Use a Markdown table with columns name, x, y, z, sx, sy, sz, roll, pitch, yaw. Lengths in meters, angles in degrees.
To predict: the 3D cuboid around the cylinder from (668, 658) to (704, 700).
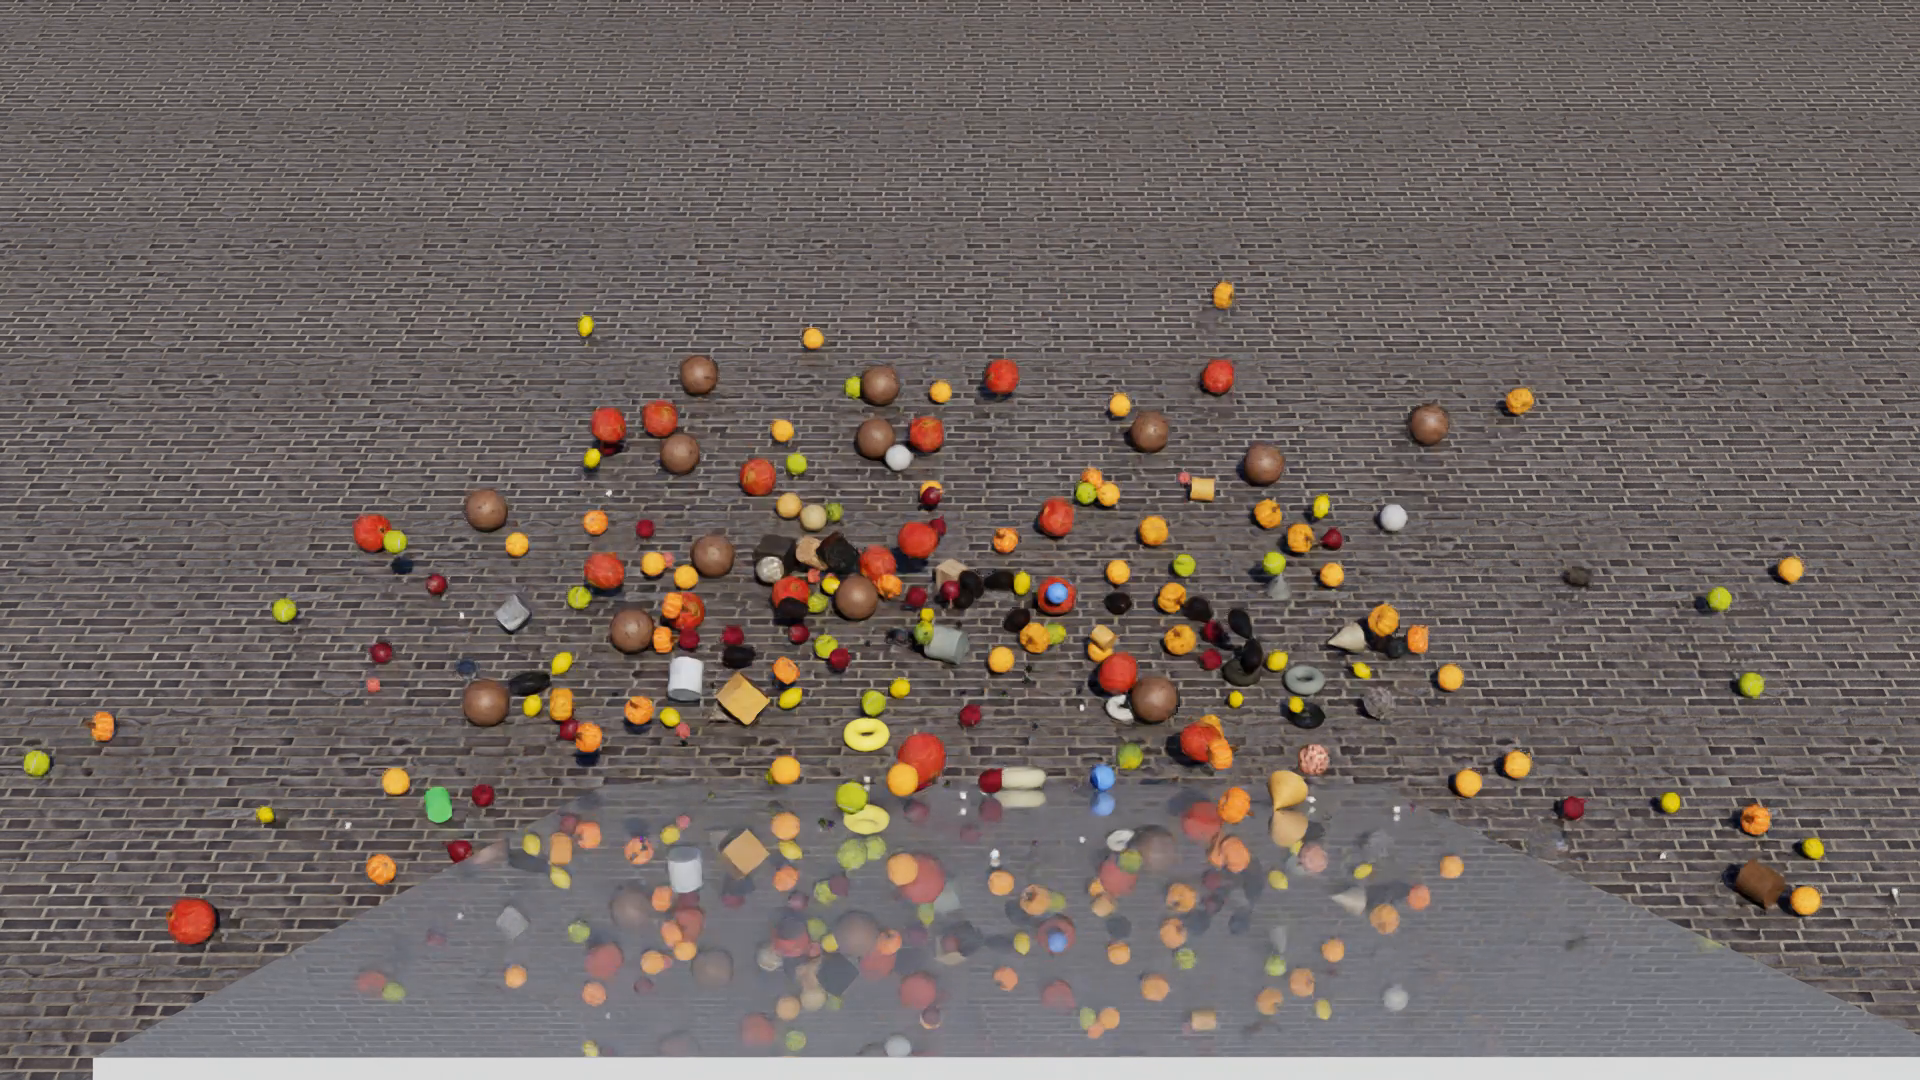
| name | x | y | z | sx | sy | sz | roll | pitch | yaw |
| --- | --- | --- | --- | --- | --- | --- | --- | --- | --- |
| cylinder | -0.757 | 0.384 | 7.155 | 0.093 | 0.093 | 0.093 | 1 | 66 | 2 |

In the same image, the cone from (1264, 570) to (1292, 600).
| name | x | y | z | sx | sy | sz | roll | pitch | yaw |
| --- | --- | --- | --- | --- | --- | --- | --- | --- | --- |
| cone | 0.939 | 0.116 | 7.632 | 0.083 | 0.083 | 0.083 | 1 | 33 | 0 |

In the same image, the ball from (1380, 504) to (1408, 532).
| name | x | y | z | sx | sy | sz | roll | pitch | yaw |
| --- | --- | --- | --- | --- | --- | --- | --- | --- | --- |
| ball | 1.321 | -0.067 | 7.910 | 0.085 | 0.085 | 0.085 | 0 | 33 | 0 |

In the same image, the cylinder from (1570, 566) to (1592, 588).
| name | x | y | z | sx | sy | sz | roll | pitch | yaw |
| --- | --- | --- | --- | --- | --- | --- | --- | --- | --- |
| cylinder | 1.834 | 0.109 | 7.665 | 0.057 | 0.057 | 0.057 | 11 | 35 | 21 |

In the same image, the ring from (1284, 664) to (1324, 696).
| name | x | y | z | sx | sy | sz | roll | pitch | yaw |
| --- | --- | --- | --- | --- | --- | --- | --- | --- | --- |
| ring | 0.963 | 0.392 | 7.256 | 0.115 | 0.038 | 0.115 | -1 | 34 | 0 |

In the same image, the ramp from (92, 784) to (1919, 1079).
| name | x | y | z | sx | sy | sz | roll | pitch | yaw |
| --- | --- | --- | --- | --- | --- | --- | --- | --- | --- |
| ramp | 0.074 | 0.644 | 4.768 | 2.000 | 0.100 | 4.000 | 0 | -1 | 0 |

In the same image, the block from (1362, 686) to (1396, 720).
| name | x | y | z | sx | sy | sz | roll | pitch | yaw |
| --- | --- | --- | --- | --- | --- | --- | --- | --- | --- |
| block | 1.151 | 0.448 | 7.119 | 0.058 | 0.058 | 0.058 | 26 | 36 | -36 |

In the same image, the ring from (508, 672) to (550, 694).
| name | x | y | z | sx | sy | sz | roll | pitch | yaw |
| --- | --- | --- | --- | --- | --- | --- | --- | --- | --- |
| ring | -1.199 | 0.395 | 7.220 | 0.116 | 0.039 | 0.116 | -11 | 11 | 2 |

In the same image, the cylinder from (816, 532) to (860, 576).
| name | x | y | z | sx | sy | sz | roll | pitch | yaw |
| --- | --- | --- | --- | --- | --- | --- | --- | --- | --- |
| cylinder | -0.358 | 0.040 | 7.589 | 0.091 | 0.091 | 0.091 | -39 | 19 | 16 |

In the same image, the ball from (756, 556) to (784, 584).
| name | x | y | z | sx | sy | sz | roll | pitch | yaw |
| --- | --- | --- | --- | --- | --- | --- | --- | --- | --- |
| ball | -0.559 | 0.088 | 7.635 | 0.083 | 0.083 | 0.083 | 0 | 33 | 0 |

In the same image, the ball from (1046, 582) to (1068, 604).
| name | x | y | z | sx | sy | sz | roll | pitch | yaw |
| --- | --- | --- | --- | --- | --- | --- | --- | --- | --- |
| ball | 0.279 | 0.153 | 7.438 | 0.062 | 0.062 | 0.062 | 0 | 33 | 0 |

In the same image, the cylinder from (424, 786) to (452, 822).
| name | x | y | z | sx | sy | sz | roll | pitch | yaw |
| --- | --- | --- | --- | --- | --- | --- | --- | --- | --- |
| cylinder | -1.360 | 0.690 | 6.764 | 0.066 | 0.066 | 0.066 | -9 | 33 | -14 |

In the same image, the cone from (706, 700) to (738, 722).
| name | x | y | z | sx | sy | sz | roll | pitch | yaw |
| --- | --- | --- | --- | --- | --- | --- | --- | --- | --- |
| cone | -0.640 | 0.480 | 7.113 | 0.079 | 0.079 | 0.079 | 34 | 35 | -7 |

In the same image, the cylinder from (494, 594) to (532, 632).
| name | x | y | z | sx | sy | sz | roll | pitch | yaw |
| --- | --- | --- | --- | --- | --- | --- | --- | --- | --- |
| cylinder | -1.278 | 0.209 | 7.428 | 0.077 | 0.077 | 0.077 | -41 | 41 | 1 |

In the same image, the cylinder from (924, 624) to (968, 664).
| name | x | y | z | sx | sy | sz | roll | pitch | yaw |
| --- | --- | --- | --- | --- | --- | --- | --- | --- | --- |
| cylinder | -0.040 | 0.296 | 7.349 | 0.094 | 0.094 | 0.094 | 13 | 35 | 18 |

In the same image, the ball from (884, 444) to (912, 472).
| name | x | y | z | sx | sy | sz | roll | pitch | yaw |
| --- | --- | --- | --- | --- | --- | --- | --- | --- | --- |
| ball | -0.196 | -0.259 | 8.202 | 0.085 | 0.085 | 0.085 | 0 | 33 | 0 |

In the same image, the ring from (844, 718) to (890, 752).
| name | x | y | z | sx | sy | sz | roll | pitch | yaw |
| --- | --- | --- | --- | --- | --- | --- | --- | --- | --- |
| ring | -0.255 | 0.528 | 7.045 | 0.127 | 0.042 | 0.127 | 0 | 32 | 0 |

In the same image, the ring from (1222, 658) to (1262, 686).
| name | x | y | z | sx | sy | sz | roll | pitch | yaw |
| --- | --- | --- | --- | --- | --- | --- | --- | --- | --- |
| ring | 0.793 | 0.371 | 7.289 | 0.109 | 0.036 | 0.109 | 0 | 33 | 0 |

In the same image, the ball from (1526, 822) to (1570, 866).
| name | x | y | z | sx | sy | sz | roll | pitch | yaw |
| --- | --- | --- | --- | --- | --- | --- | --- | --- | --- |
| ball | 1.179 | 0.609 | 5.199 | 0.085 | 0.085 | 0.085 | 0 | 33 | 0 |

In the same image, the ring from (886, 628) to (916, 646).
| name | x | y | z | sx | sy | sz | roll | pitch | yaw |
| --- | --- | --- | --- | --- | --- | --- | --- | --- | --- |
| ring | -0.167 | 0.278 | 7.390 | 0.093 | 0.093 | 0.031 | 7 | 71 | 11 |

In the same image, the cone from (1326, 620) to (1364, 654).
| name | x | y | z | sx | sy | sz | roll | pitch | yaw |
| --- | --- | --- | --- | --- | --- | --- | --- | --- | --- |
| cone | 1.079 | 0.284 | 7.346 | 0.097 | 0.097 | 0.097 | -11 | 35 | -22 |

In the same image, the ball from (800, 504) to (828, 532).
| name | x | y | z | sx | sy | sz | roll | pitch | yaw |
| --- | --- | --- | --- | --- | --- | --- | --- | --- | --- |
| ball | -0.446 | -0.068 | 7.911 | 0.084 | 0.084 | 0.084 | 0 | 33 | 0 |

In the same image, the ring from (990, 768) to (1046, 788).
| name | x | y | z | sx | sy | sz | roll | pitch | yaw |
| --- | --- | --- | --- | --- | --- | --- | --- | --- | --- |
| ring | 0.148 | 0.610 | 6.648 | 0.146 | 0.049 | 0.146 | -1 | -1 | 0 |

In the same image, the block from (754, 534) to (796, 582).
| name | x | y | z | sx | sy | sz | roll | pitch | yaw |
| --- | --- | --- | --- | --- | --- | --- | --- | --- | --- |
| block | -0.549 | 0.052 | 7.718 | 0.093 | 0.093 | 0.093 | 9 | 37 | 15 |

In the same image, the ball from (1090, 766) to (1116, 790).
| name | x | y | z | sx | sy | sz | roll | pitch | yaw |
| --- | --- | --- | --- | --- | --- | --- | --- | --- | --- |
| ball | 0.359 | 0.599 | 6.530 | 0.065 | 0.065 | 0.065 | 0 | 33 | 0 |

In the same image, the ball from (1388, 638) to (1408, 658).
| name | x | y | z | sx | sy | sz | roll | pitch | yaw |
| --- | --- | --- | --- | --- | --- | --- | --- | --- | --- |
| ball | 1.240 | 0.306 | 7.353 | 0.054 | 0.054 | 0.054 | 0 | 33 | 0 |

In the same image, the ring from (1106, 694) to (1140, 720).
| name | x | y | z | sx | sy | sz | roll | pitch | yaw |
| --- | --- | --- | --- | --- | --- | --- | --- | --- | --- |
| ring | 0.450 | 0.461 | 7.154 | 0.098 | 0.033 | 0.098 | 0 | 36 | 0 |

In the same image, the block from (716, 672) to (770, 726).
| name | x | y | z | sx | sy | sz | roll | pitch | yaw |
| --- | --- | --- | --- | --- | --- | --- | --- | --- | --- |
| block | -0.590 | 0.430 | 7.056 | 0.092 | 0.092 | 0.092 | -49 | 22 | -1 |

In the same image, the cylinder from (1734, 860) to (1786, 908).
| name | x | y | z | sx | sy | sz | roll | pitch | yaw |
| --- | --- | --- | --- | --- | --- | --- | --- | --- | --- |
| cylinder | 2.004 | 0.860 | 6.498 | 0.088 | 0.088 | 0.088 | -24 | 40 | -31 |

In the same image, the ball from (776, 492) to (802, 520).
| name | x | y | z | sx | sy | sz | roll | pitch | yaw |
| --- | --- | --- | --- | --- | --- | --- | --- | --- | --- |
| ball | -0.525 | -0.104 | 7.970 | 0.081 | 0.081 | 0.081 | 0 | 33 | 0 |

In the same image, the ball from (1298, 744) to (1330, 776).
| name | x | y | z | sx | sy | sz | roll | pitch | yaw |
| --- | --- | --- | --- | --- | --- | --- | --- | --- | --- |
| ball | 0.816 | 0.508 | 5.993 | 0.074 | 0.074 | 0.074 | 0 | 33 | 0 |

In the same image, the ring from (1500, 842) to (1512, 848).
| name | x | y | z | sx | sy | sz | roll | pitch | yaw |
| --- | --- | --- | --- | --- | --- | --- | --- | --- | --- |
| ring | 1.370 | 0.815 | 6.599 | 0.103 | 0.034 | 0.103 | -4 | 50 | 5 |

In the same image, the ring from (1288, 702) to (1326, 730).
| name | x | y | z | sx | sy | sz | roll | pitch | yaw |
| --- | --- | --- | --- | --- | --- | --- | --- | --- | --- |
| ring | 0.952 | 0.482 | 7.123 | 0.102 | 0.034 | 0.102 | 1 | 33 | -1 |

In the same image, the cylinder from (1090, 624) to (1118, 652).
| name | x | y | z | sx | sy | sz | roll | pitch | yaw |
| --- | --- | --- | --- | --- | --- | --- | --- | --- | --- |
| cylinder | 0.404 | 0.274 | 7.301 | 0.055 | 0.055 | 0.055 | 41 | 47 | 16 |

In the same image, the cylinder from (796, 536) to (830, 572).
| name | x | y | z | sx | sy | sz | roll | pitch | yaw |
| --- | --- | --- | --- | --- | --- | --- | --- | --- | --- |
| cylinder | -0.427 | 0.040 | 7.649 | 0.082 | 0.082 | 0.082 | 25 | 18 | -35 |

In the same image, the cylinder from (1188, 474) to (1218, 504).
| name | x | y | z | sx | sy | sz | roll | pitch | yaw |
| --- | --- | --- | --- | --- | --- | --- | --- | --- | --- |
| cylinder | 0.753 | -0.158 | 8.057 | 0.071 | 0.071 | 0.071 | 22 | 36 | 2 |

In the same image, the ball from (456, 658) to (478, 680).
| name | x | y | z | sx | sy | sz | roll | pitch | yaw |
| --- | --- | --- | --- | --- | --- | --- | --- | --- | --- |
| ball | -1.383 | 0.363 | 7.280 | 0.059 | 0.059 | 0.059 | 0 | 33 | 0 |

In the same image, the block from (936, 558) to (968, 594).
| name | x | y | z | sx | sy | sz | roll | pitch | yaw |
| --- | --- | --- | --- | --- | --- | --- | --- | --- | --- |
| block | -0.025 | 0.107 | 7.661 | 0.067 | 0.067 | 0.067 | 27 | 42 | 34 |
